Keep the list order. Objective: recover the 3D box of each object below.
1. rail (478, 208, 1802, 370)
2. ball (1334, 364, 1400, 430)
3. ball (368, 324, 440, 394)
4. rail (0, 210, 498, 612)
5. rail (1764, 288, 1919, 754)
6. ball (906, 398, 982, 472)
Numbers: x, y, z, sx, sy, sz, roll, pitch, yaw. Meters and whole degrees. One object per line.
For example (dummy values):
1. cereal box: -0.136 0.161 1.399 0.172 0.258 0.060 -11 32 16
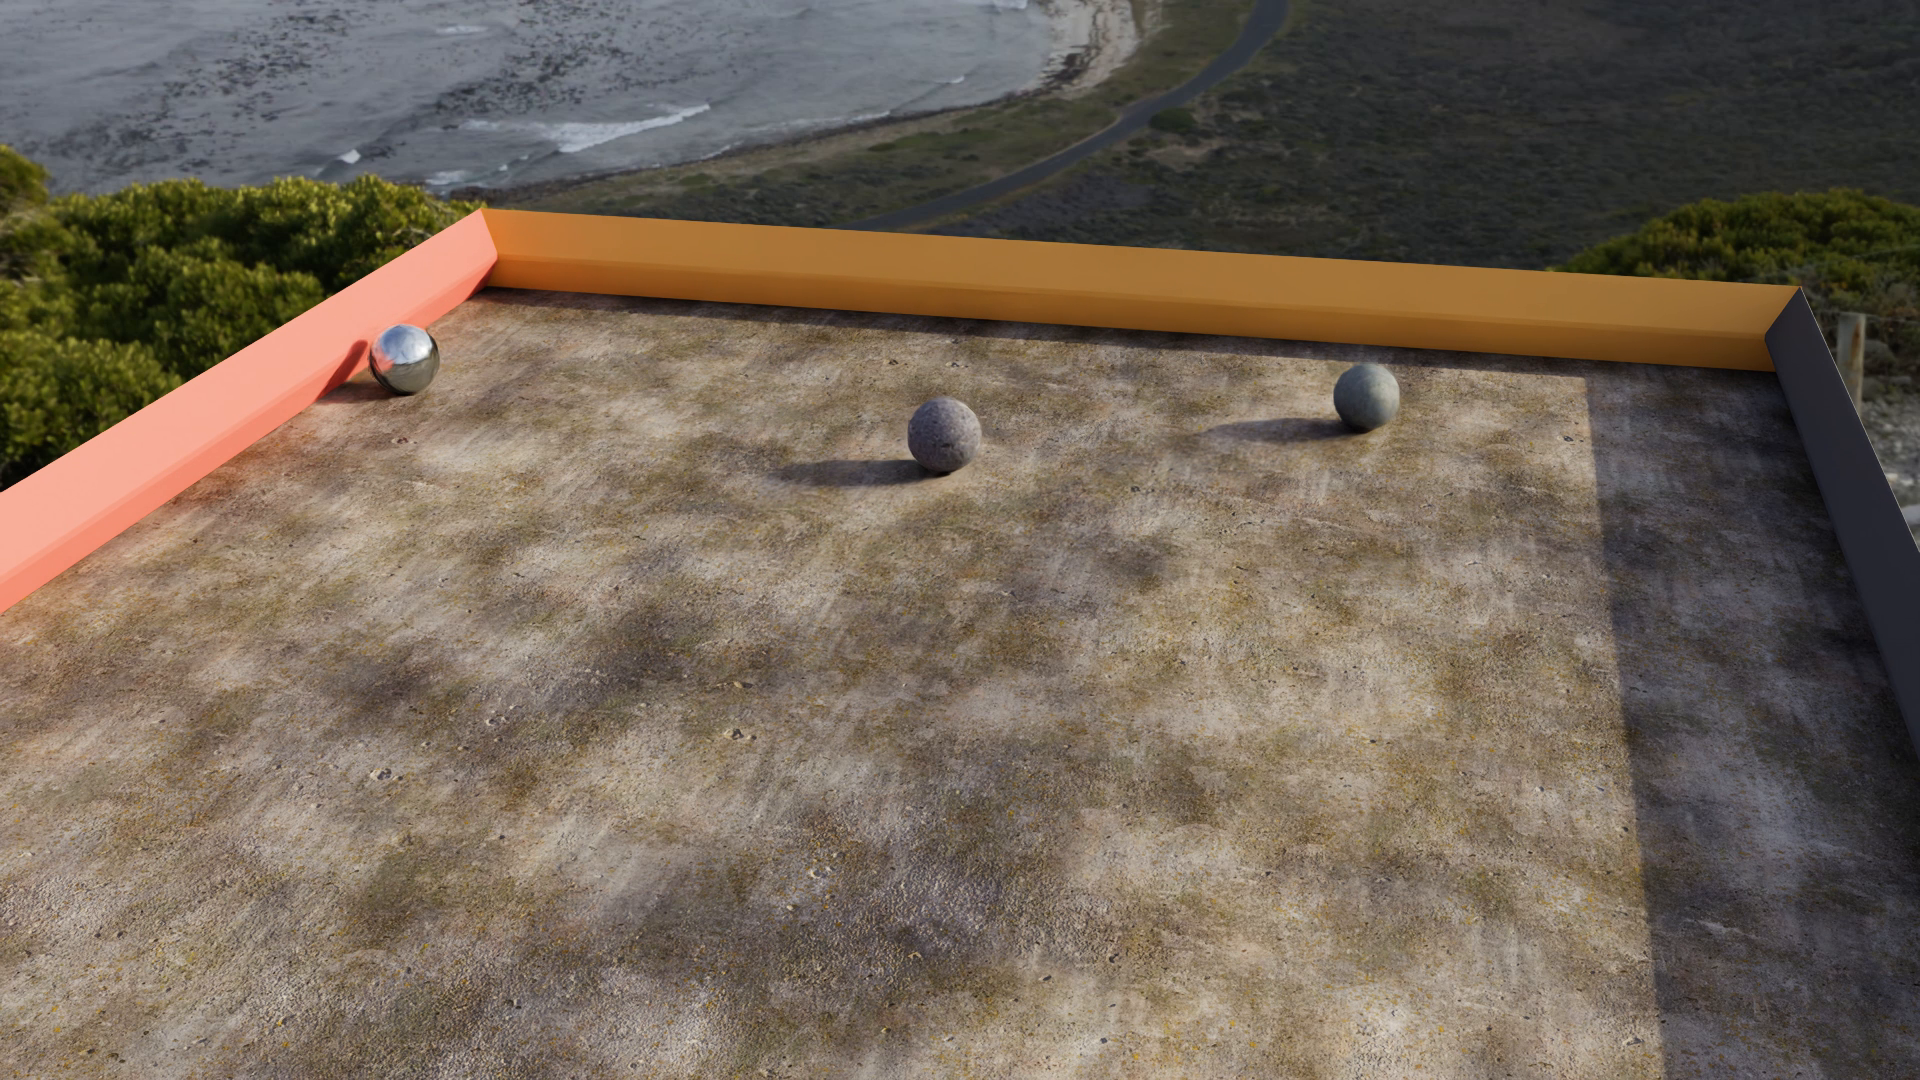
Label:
1. rail: 0.205 -0.375 3.300 1.998 0.126 0.045 5 24 12
2. ball: 0.539 -0.190 2.915 0.088 0.088 0.088 0 23 0
3. ball: -0.770 -0.251 3.048 0.097 0.097 0.097 0 23 0
4. rail: -1.162 0.267 1.787 0.045 0.126 3.852 5 24 12
5. rail: 0.741 0.434 1.395 0.045 0.126 3.852 5 24 12
6. ball: -0.020 -0.132 2.769 0.094 0.094 0.094 0 23 0
